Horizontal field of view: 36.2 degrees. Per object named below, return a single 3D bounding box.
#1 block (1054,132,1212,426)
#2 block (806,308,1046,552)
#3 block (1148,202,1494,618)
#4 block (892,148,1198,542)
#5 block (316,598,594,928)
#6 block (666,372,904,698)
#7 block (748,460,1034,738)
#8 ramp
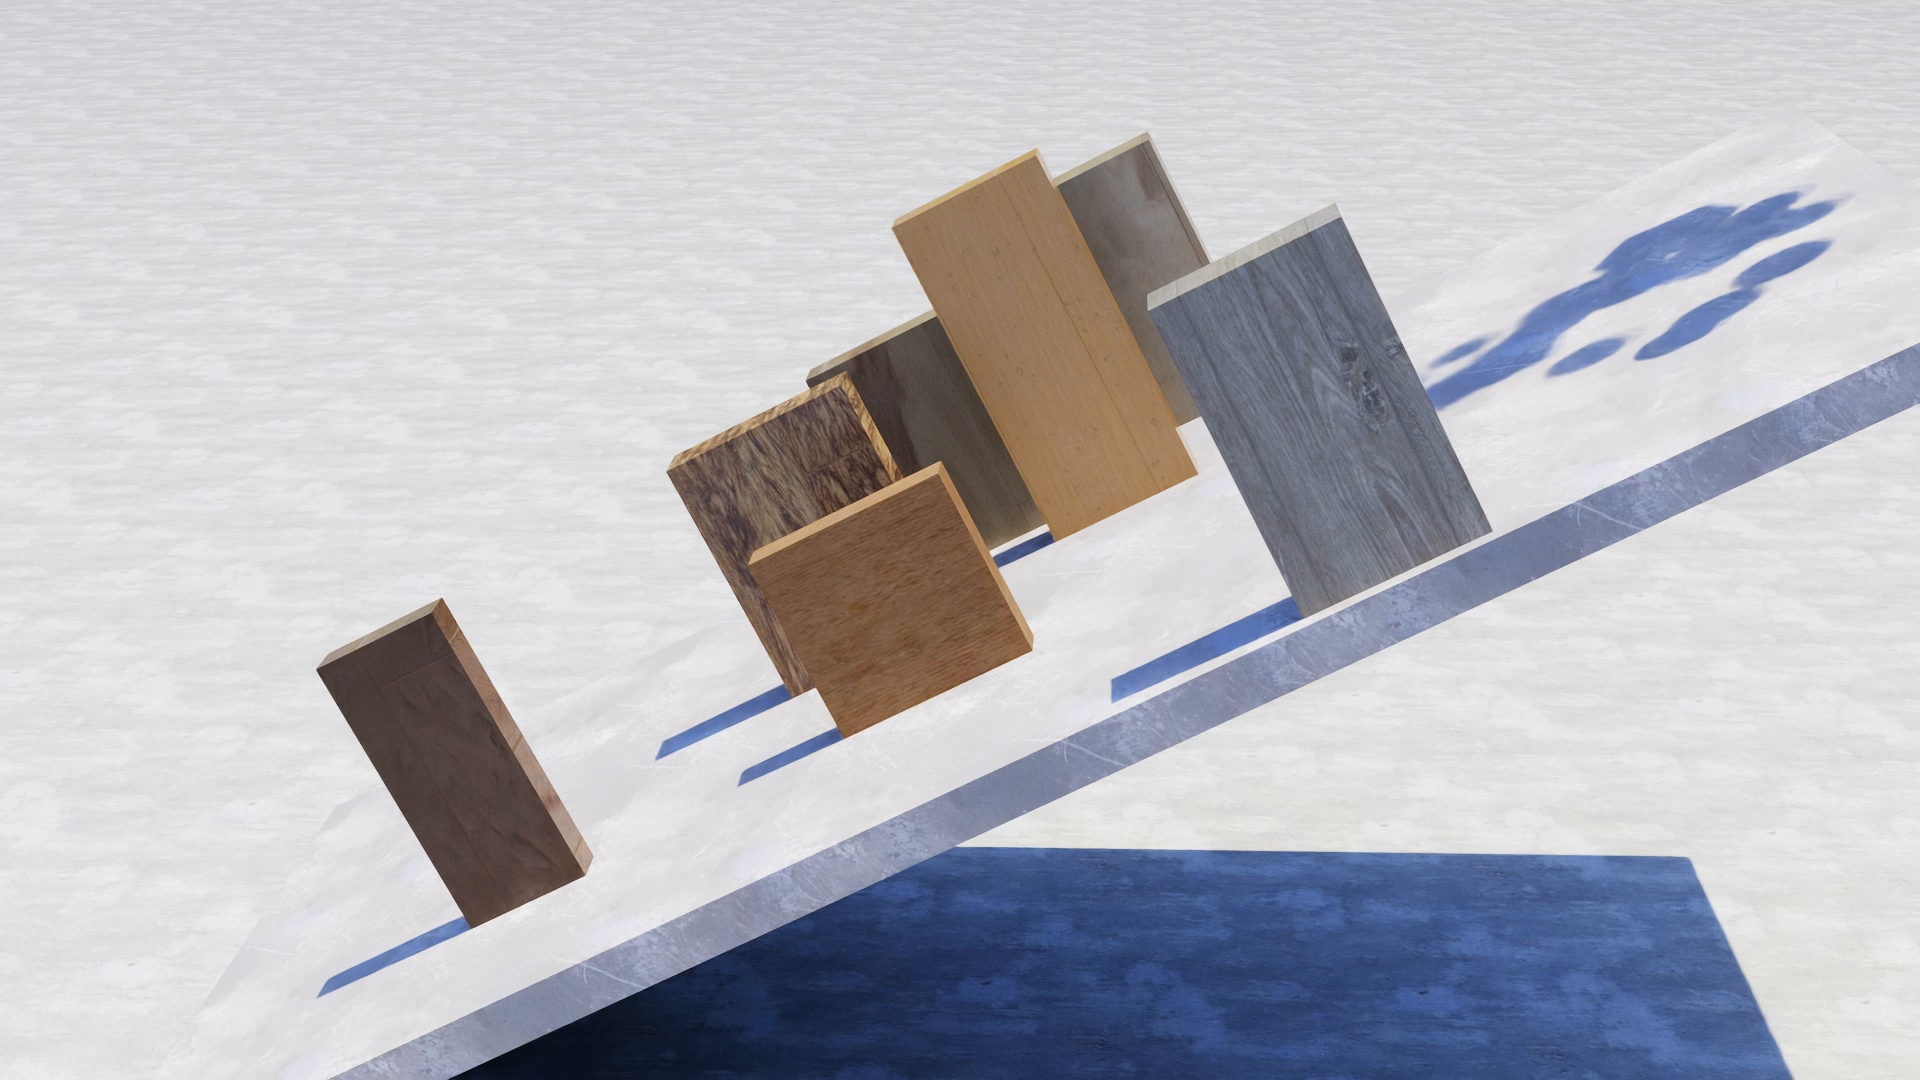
[{"bbox_3d":[0.436,-0.590,6.889,0.327,0.640,0.128,-26,14,10],"label":"block"},{"bbox_3d":[-0.050,-0.224,6.713,0.387,0.542,0.108,-26,14,10],"label":"block"},{"bbox_3d":[0.636,-0.226,5.204,0.368,0.628,0.136,-26,14,10],"label":"block"},{"bbox_3d":[0.190,-0.422,6.442,0.350,0.789,0.102,-26,14,10],"label":"block"},{"bbox_3d":[-1.017,0.454,5.946,0.269,0.625,0.099,-26,14,10],"label":"block"},{"bbox_3d":[-0.304,-0.009,6.357,0.423,0.573,0.129,-26,14,10],"label":"block"},{"bbox_3d":[-0.136,0.122,5.899,0.426,0.410,0.094,-26,14,10],"label":"block"},{"bbox_3d":[0.140,0.168,6.281,4.000,0.100,2.000,-26,14,10],"label":"ramp"}]
